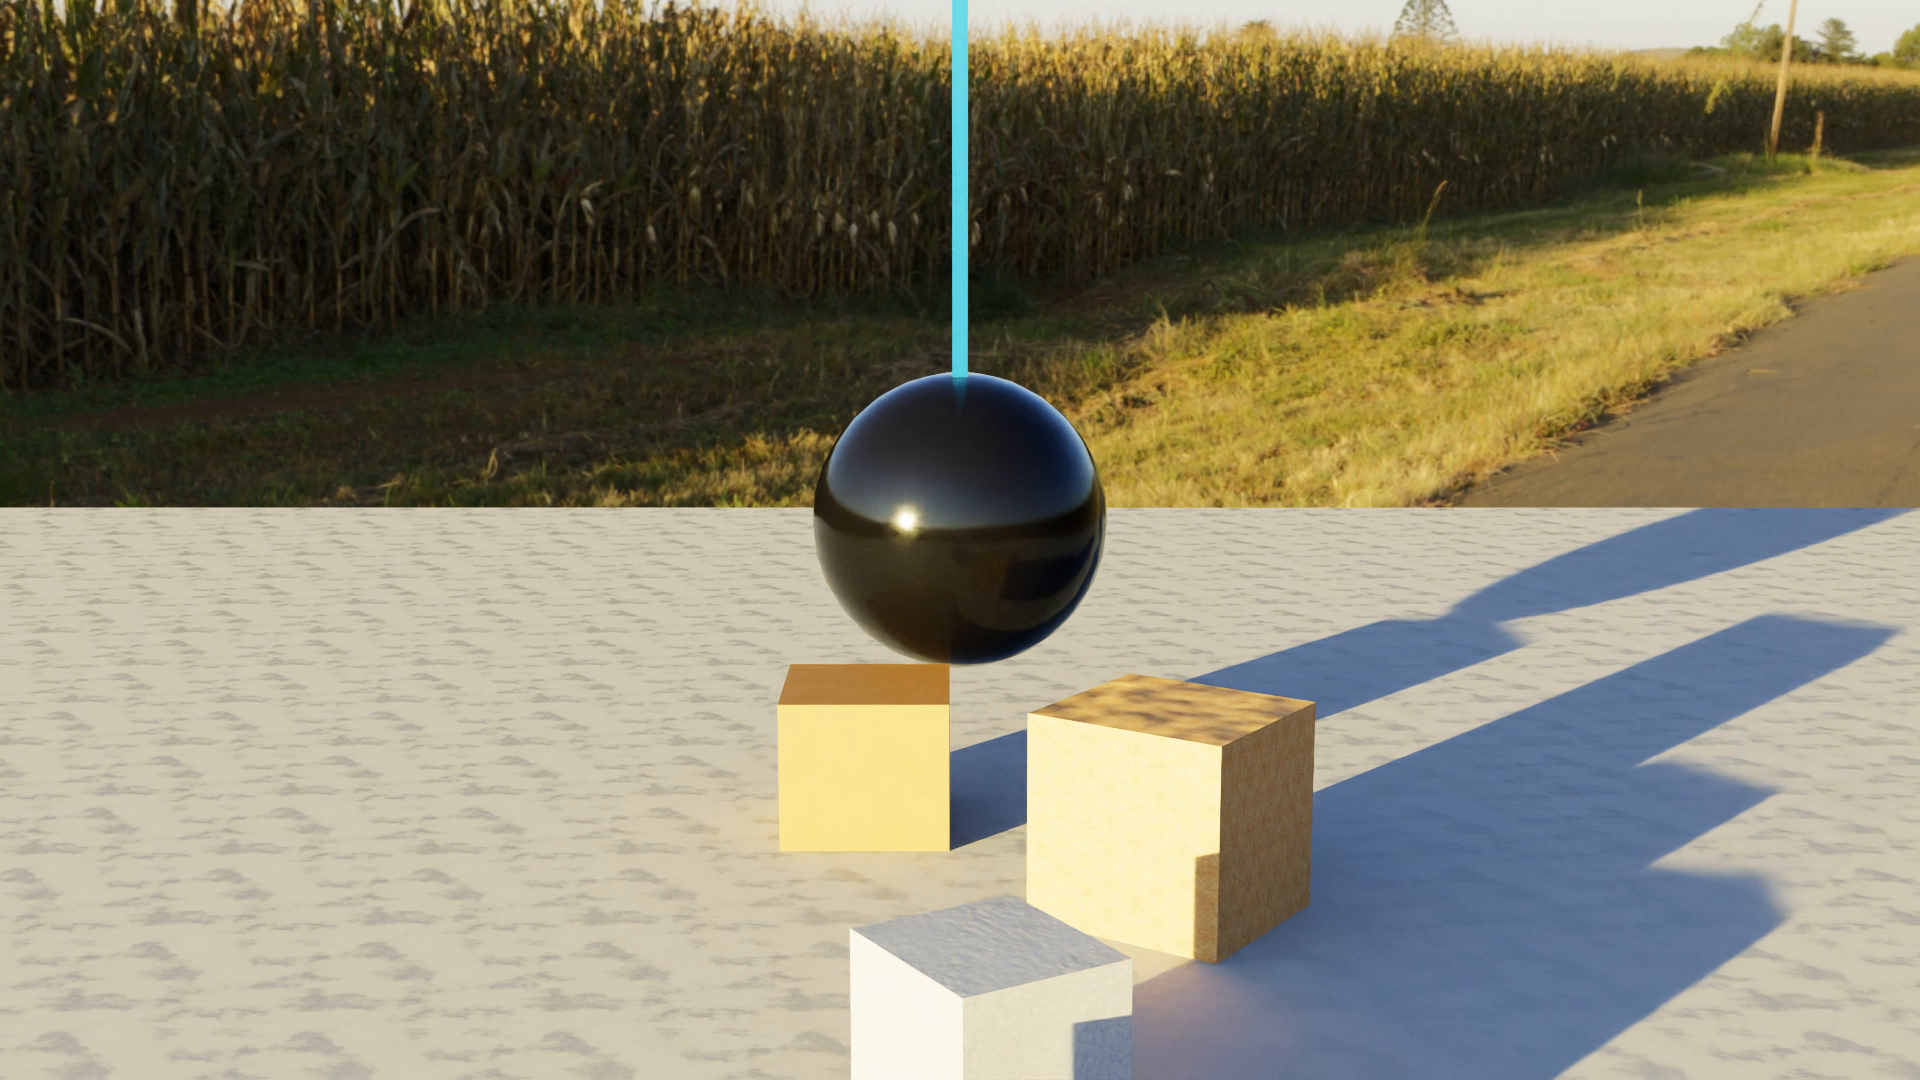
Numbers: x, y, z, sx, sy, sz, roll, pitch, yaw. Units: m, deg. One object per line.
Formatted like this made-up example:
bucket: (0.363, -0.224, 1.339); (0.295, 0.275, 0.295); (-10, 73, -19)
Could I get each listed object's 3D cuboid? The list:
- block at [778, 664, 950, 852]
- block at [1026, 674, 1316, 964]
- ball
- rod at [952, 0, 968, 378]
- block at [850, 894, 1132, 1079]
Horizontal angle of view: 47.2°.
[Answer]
block: (-0.479, 1.109, 11.362); (0.848, 0.753, 0.862); (0, 10, 0)
block: (0.966, 1.237, 10.046); (0.976, 0.972, 0.915); (7, 12, 34)
ball: (0.000, -0.110, 11.925); (1.600, 1.600, 1.600); (0, 10, 0)
rod: (0.000, -3.352, 10.902); (0.080, 5.200, 0.080); (0, 18, 0)
block: (0.101, 1.773, 7.797); (0.690, 0.722, 0.770); (-6, 12, -31)
